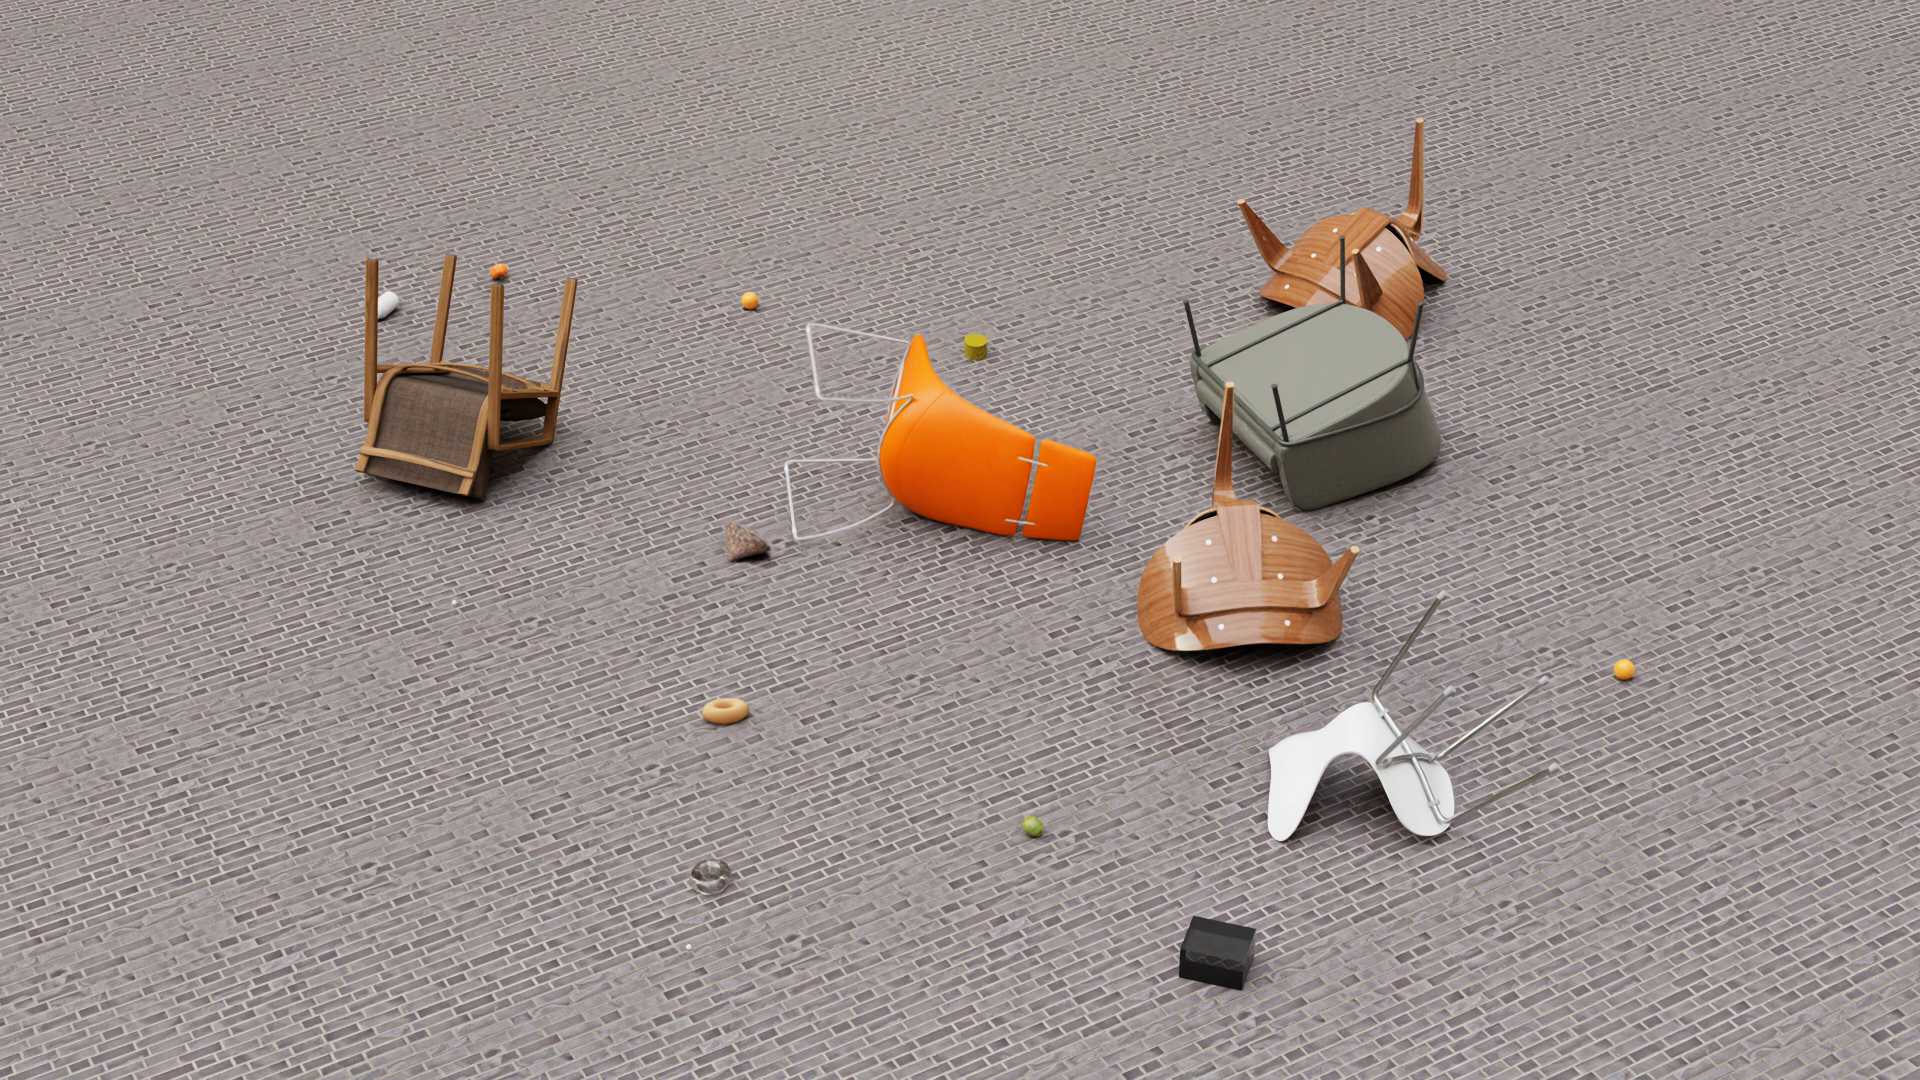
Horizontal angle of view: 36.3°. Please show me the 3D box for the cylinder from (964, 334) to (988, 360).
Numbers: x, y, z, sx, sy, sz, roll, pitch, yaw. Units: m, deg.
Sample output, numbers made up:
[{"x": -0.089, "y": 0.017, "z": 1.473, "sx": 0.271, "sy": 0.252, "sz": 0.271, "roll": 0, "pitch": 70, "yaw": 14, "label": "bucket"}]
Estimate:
[{"x": 0.065, "y": -0.796, "z": 12.093, "sx": 0.094, "sy": 0.065, "sz": 0.105, "roll": -6, "pitch": 34, "yaw": -9, "label": "cylinder"}]

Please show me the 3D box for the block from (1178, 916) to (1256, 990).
[{"x": 0.784, "y": 1.258, "z": 8.931, "sx": 0.197, "sy": 0.114, "sz": 0.161, "roll": 10, "pitch": 35, "yaw": 15, "label": "block"}]

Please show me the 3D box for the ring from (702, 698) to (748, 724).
[{"x": -0.800, "y": 0.584, "z": 10.004, "sx": 0.161, "sy": 0.060, "sz": 0.091, "roll": -5, "pitch": 32, "yaw": -10, "label": "ring"}]

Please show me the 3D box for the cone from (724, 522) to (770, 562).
[{"x": -0.821, "y": 0.034, "z": 10.836, "sx": 0.232, "sy": 0.145, "sz": 0.124, "roll": 26, "pitch": 72, "yaw": 34, "label": "cone"}]

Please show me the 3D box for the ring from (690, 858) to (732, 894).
[{"x": -0.789, "y": 1.066, "z": 9.283, "sx": 0.133, "sy": 0.050, "sz": 0.150, "roll": 11, "pitch": 34, "yaw": 15, "label": "ring"}]
